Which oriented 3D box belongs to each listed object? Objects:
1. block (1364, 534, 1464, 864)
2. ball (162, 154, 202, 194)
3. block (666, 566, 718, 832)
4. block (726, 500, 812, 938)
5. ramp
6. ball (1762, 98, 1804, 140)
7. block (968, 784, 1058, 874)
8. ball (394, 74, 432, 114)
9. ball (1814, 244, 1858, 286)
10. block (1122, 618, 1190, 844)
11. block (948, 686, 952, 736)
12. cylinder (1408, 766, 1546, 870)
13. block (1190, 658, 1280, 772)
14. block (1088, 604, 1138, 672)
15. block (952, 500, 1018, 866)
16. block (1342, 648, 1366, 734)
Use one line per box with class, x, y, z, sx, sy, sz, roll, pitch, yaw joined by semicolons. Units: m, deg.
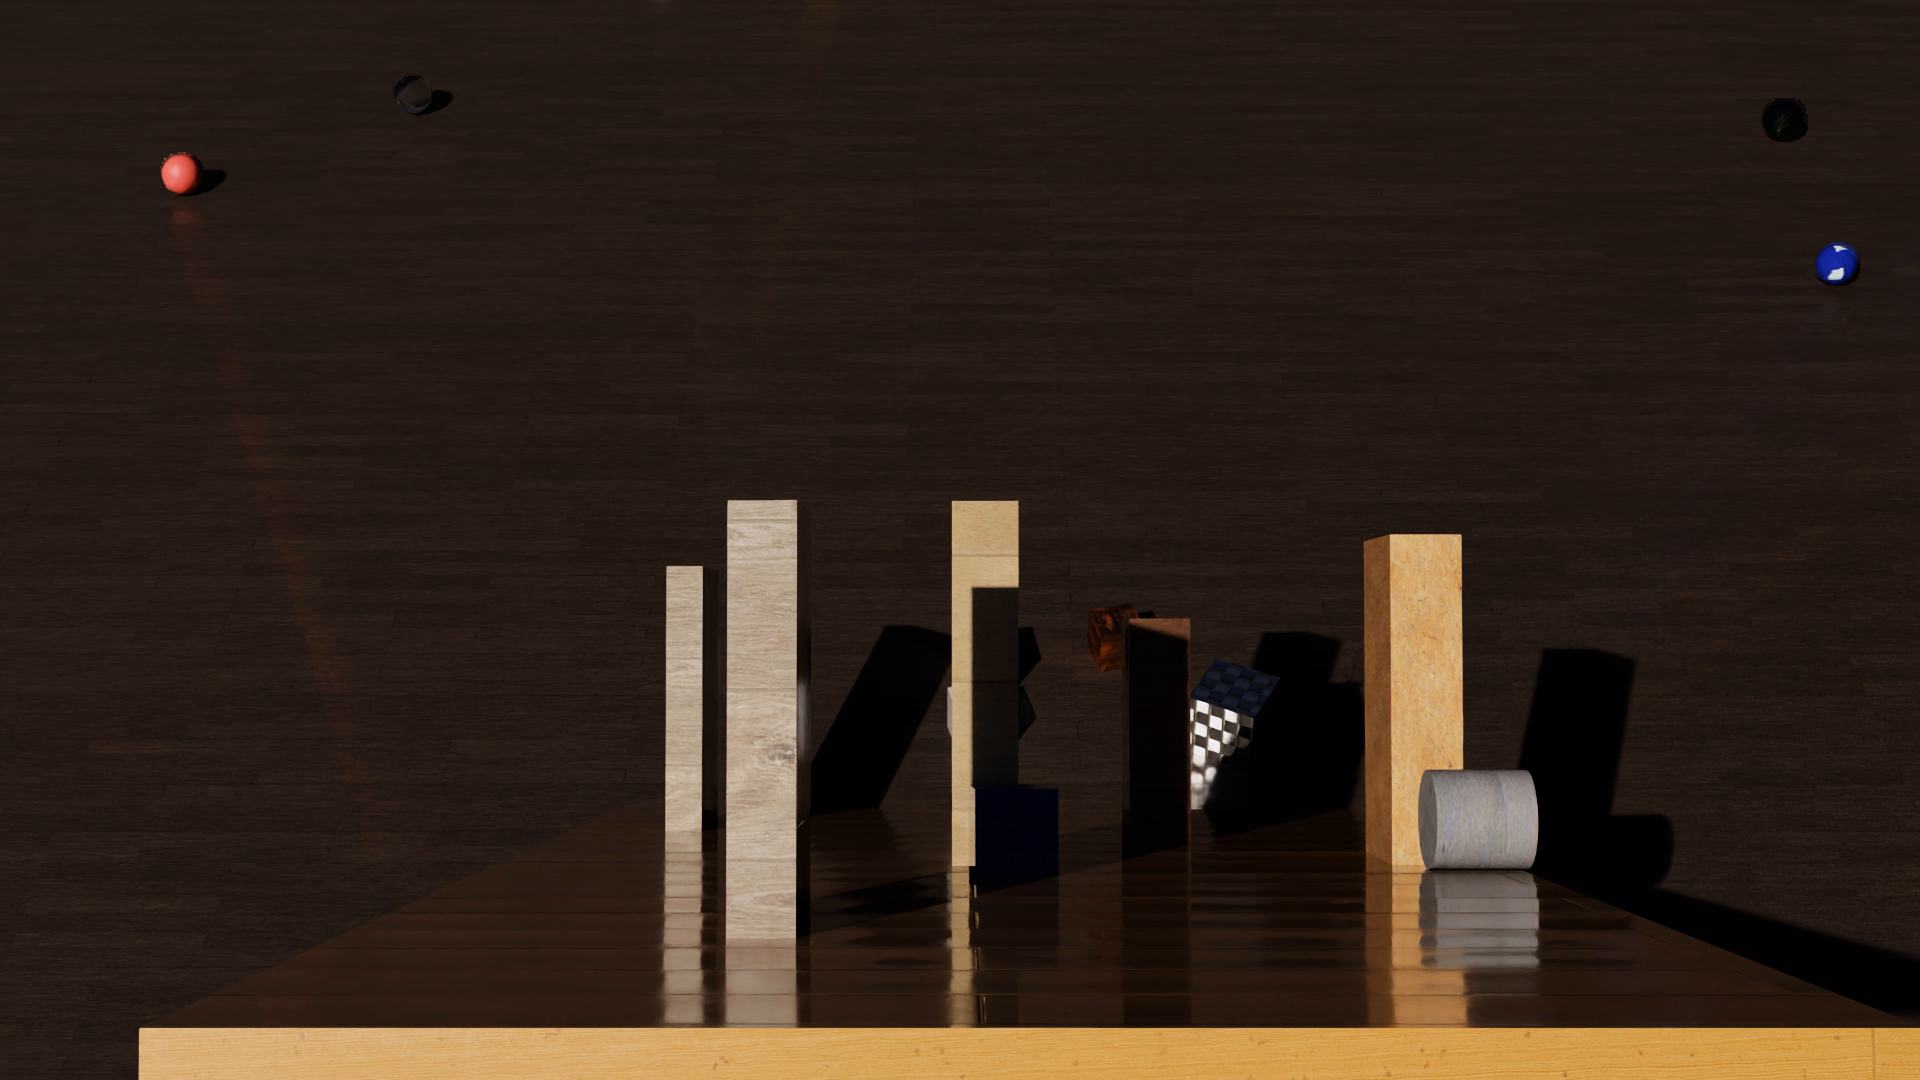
block;0.923;0.322;5.308;0.141;0.652;0.336;0;-2;0
ball;-2.906;-1.365;9.714;0.147;0.147;0.147;0;37;0
block;-0.646;0.379;6.291;0.085;0.620;0.403;0;-2;0
block;-0.292;0.271;4.020;0.103;0.645;0.371;0;-2;0
ramp;0.081;0.681;4.910;2.000;0.100;4.000;0;-2;0
ball;3.183;-1.626;10.055;0.159;0.159;0.159;0;37;0
block;0.102;0.556;5.021;0.159;0.159;0.159;0;-2;-4
ball;-2.152;-1.755;10.235;0.151;0.151;0.151;0;37;0
ball;3.095;-0.973;9.189;0.144;0.144;0.144;0;37;0
block;0.437;0.423;5.810;0.133;0.492;0.263;0;-2;0
block;0.051;0.497;7.215;0.142;0.142;0.142;-9;37;-11
cylinder;1.001;0.541;5.035;0.192;0.192;0.192;5;34;-18
block;0.753;0.482;7.192;0.193;0.193;0.193;17;40;22
block;0.450;0.282;7.515;0.130;0.130;0.130;-8;37;-11
block;0.050;0.287;5.251;0.131;0.717;0.274;0;-2;0
block;1.169;0.429;7.284;0.169;0.169;0.169;8;37;11
